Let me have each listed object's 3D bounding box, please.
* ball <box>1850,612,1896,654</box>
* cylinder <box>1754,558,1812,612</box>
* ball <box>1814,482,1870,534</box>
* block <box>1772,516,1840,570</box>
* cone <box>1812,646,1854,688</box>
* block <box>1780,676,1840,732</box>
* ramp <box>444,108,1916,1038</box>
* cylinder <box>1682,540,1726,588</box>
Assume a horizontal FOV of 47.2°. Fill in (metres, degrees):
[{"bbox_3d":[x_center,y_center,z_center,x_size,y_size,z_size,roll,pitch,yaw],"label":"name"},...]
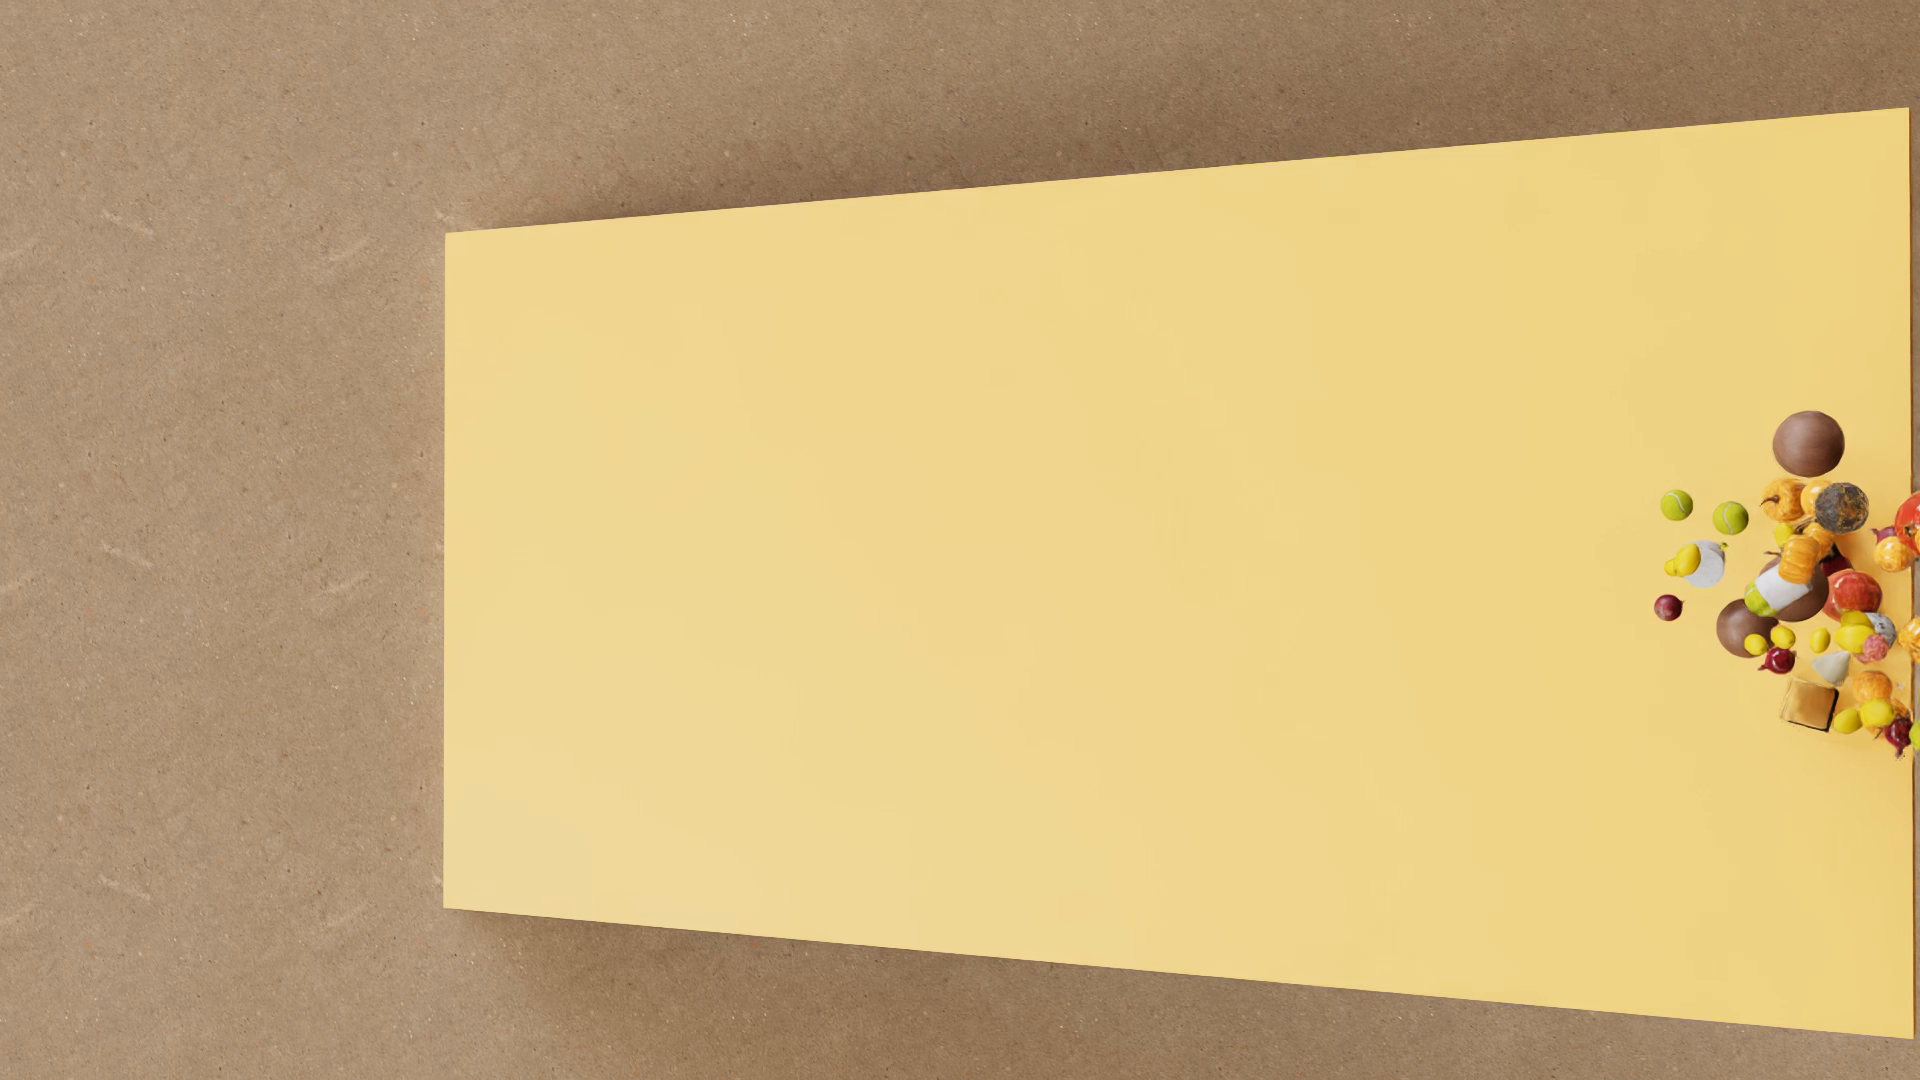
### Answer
[{"bbox_3d":[1.805,0.185,4.346,0.084,0.084,0.084,0,89,0],"label":"ball"},{"bbox_3d":[1.476,0.080,3.941,0.070,0.070,0.070,-39,89,28],"label":"cylinder"},{"bbox_3d":[1.546,-0.056,3.854,0.091,0.091,0.091,0,89,0],"label":"ball"},{"bbox_3d":[1.828,0.009,4.748,0.092,0.092,0.092,-24,87,9],"label":"block"},{"bbox_3d":[1.885,0.257,4.708,0.082,0.082,0.082,34,120,0],"label":"cone"},{"bbox_3d":[1.838,0.355,4.759,0.092,0.092,0.092,15,94,15],"label":"block"},{"bbox_3d":[0.279,0.079,5.667,4.000,0.100,2.000,0,89,27],"label":"ramp"},{"bbox_3d":[1.580,0.051,4.669,0.085,0.085,0.085,5,105,20],"label":"cylinder"}]
